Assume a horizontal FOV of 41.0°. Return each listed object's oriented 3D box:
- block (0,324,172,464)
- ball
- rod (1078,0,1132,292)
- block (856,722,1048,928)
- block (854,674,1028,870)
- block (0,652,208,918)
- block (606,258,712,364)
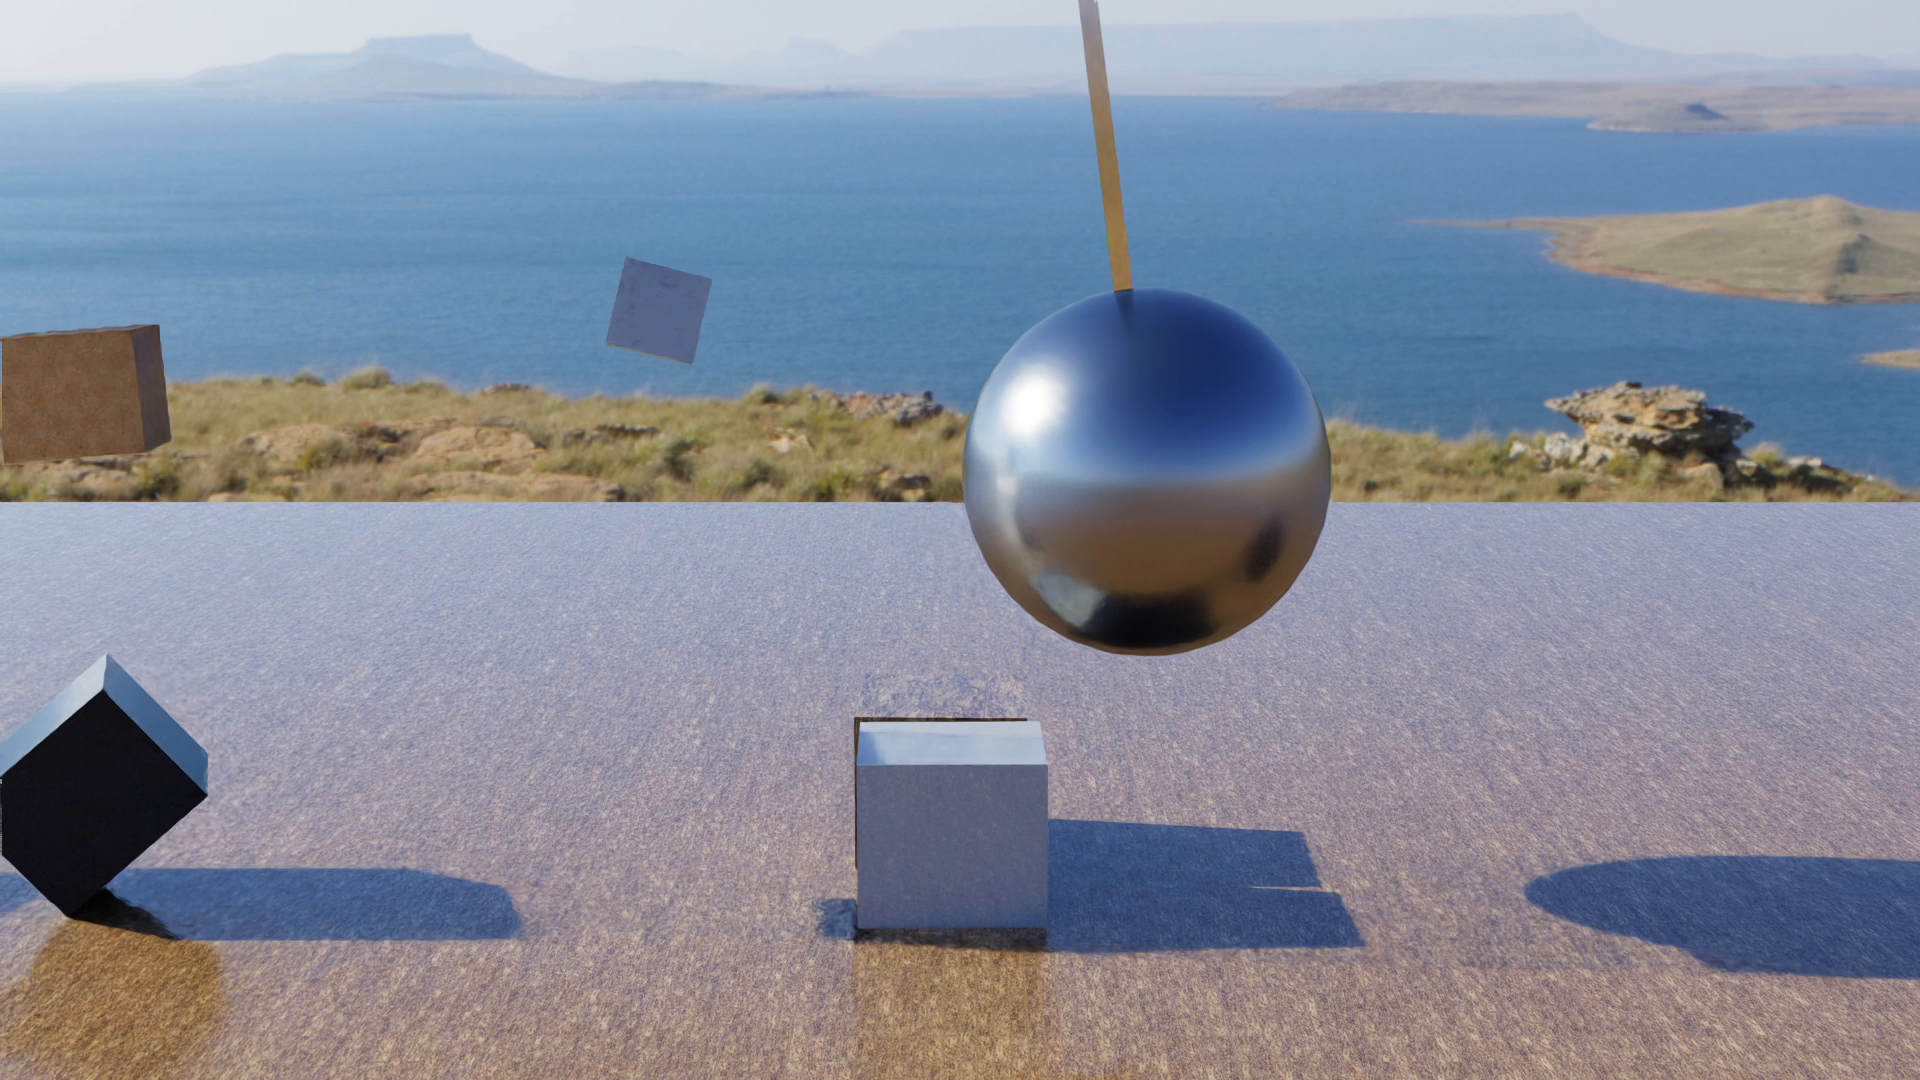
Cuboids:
[{"bbox_3d":[-3.787,-0.640,11.081,0.582,0.521,0.548,-5,8,-5],"label":"block"},{"bbox_3d":[0.806,-0.294,11.127,1.600,1.600,1.600,0,10,0],"label":"ball"},{"bbox_3d":[0.349,-3.609,10.524,0.080,5.200,0.080,-8,10,1],"label":"rod"},{"bbox_3d":[-0.038,1.207,10.963,0.788,0.703,0.710,0,10,-1],"label":"block"},{"bbox_3d":[-0.075,1.055,11.809,0.766,0.700,0.832,0,10,1],"label":"block"},{"bbox_3d":[-3.769,1.045,11.088,0.767,0.634,0.717,-42,19,-6],"label":"block"},{"bbox_3d":[-1.258,-0.961,10.743,0.366,0.362,0.393,13,4,-7],"label":"block"}]
